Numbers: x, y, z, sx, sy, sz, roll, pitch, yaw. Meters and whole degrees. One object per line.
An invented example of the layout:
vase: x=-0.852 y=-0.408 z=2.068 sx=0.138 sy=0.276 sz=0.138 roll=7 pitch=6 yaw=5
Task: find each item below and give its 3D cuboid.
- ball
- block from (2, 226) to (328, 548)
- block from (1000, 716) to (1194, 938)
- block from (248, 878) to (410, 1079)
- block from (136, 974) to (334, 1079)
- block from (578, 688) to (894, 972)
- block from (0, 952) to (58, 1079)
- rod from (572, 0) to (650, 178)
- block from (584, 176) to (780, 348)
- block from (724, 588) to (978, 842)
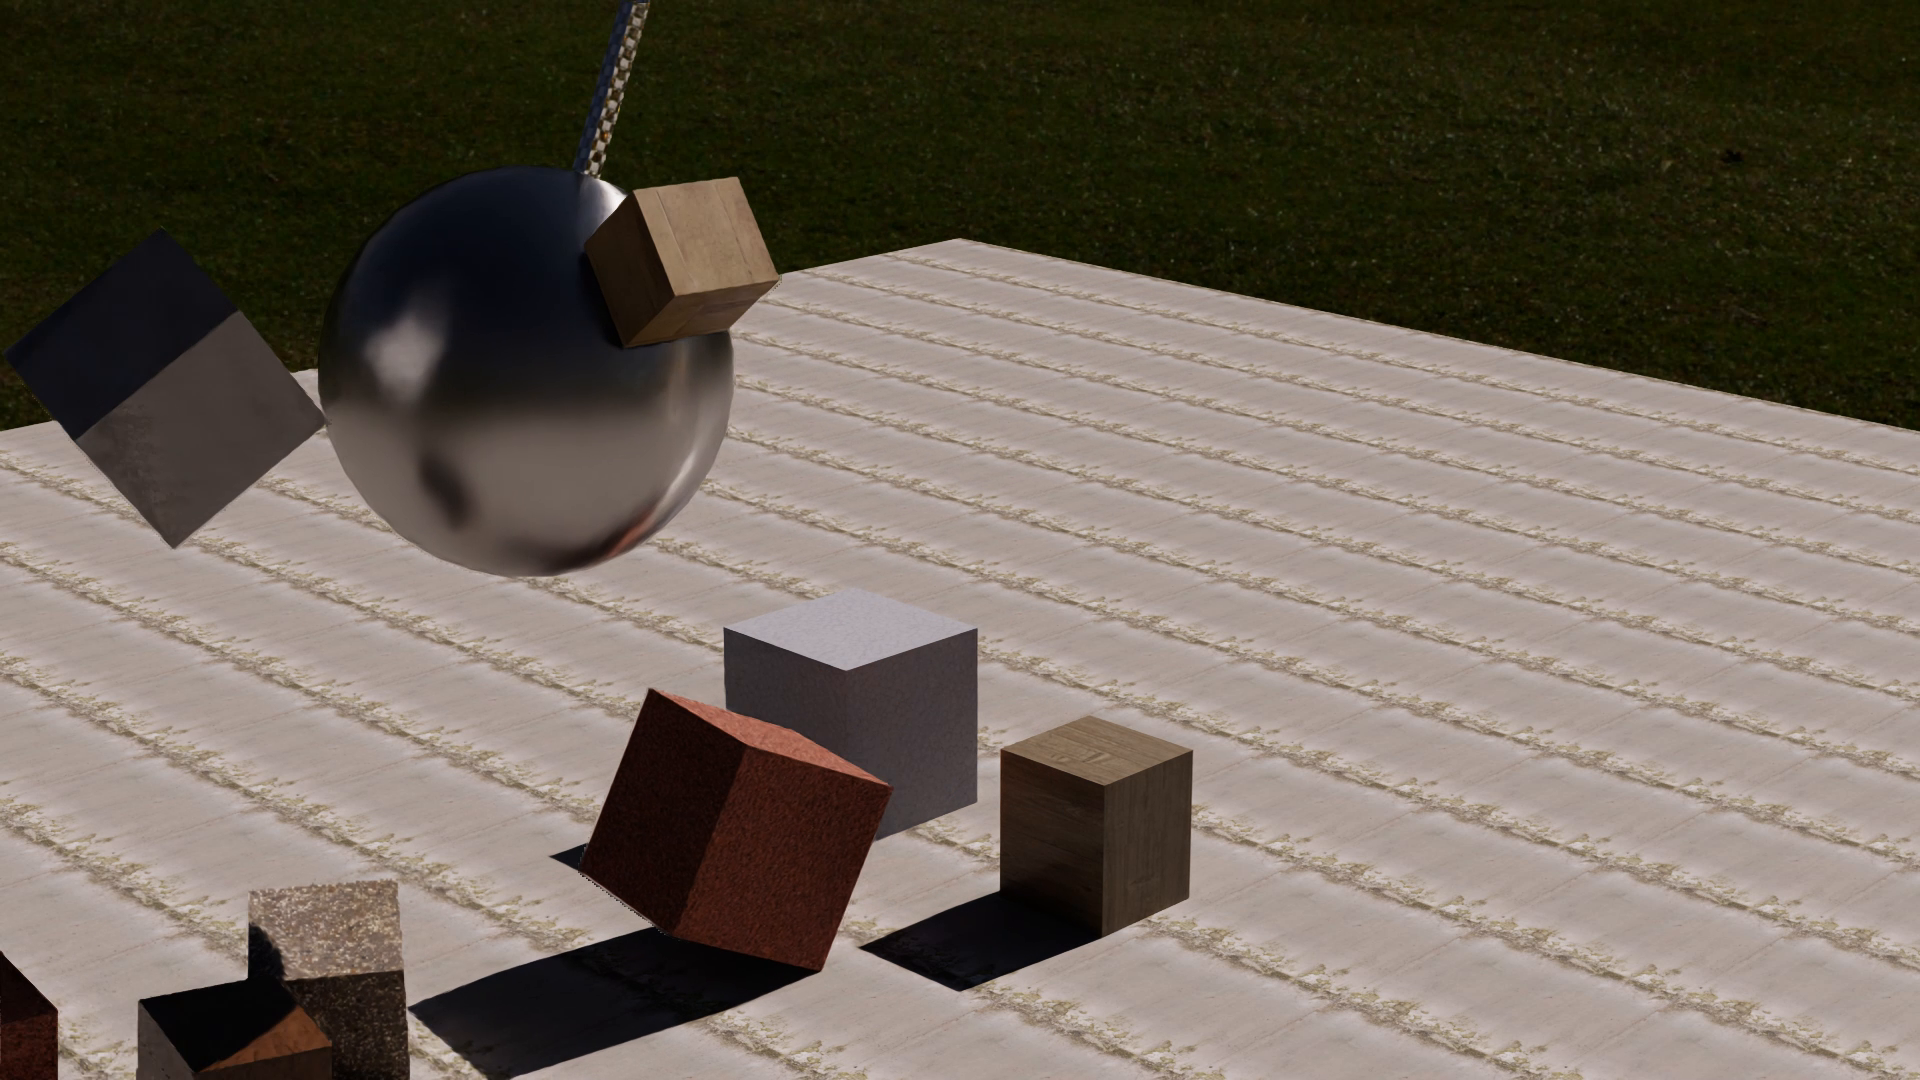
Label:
ball: x=-1.676 y=-0.650 z=11.380 sx=1.600 sy=1.600 sz=1.600 roll=0 pitch=17 yaw=0
block: x=-2.789 y=-0.535 z=10.316 sx=0.703 sy=0.659 sz=0.600 roll=-41 pitch=52 yaw=-10
block: x=0.606 y=1.270 z=13.108 sx=0.619 sy=0.717 sz=0.588 roll=16 pitch=24 yaw=42
block: x=-2.491 y=1.760 z=11.579 sx=0.580 sy=0.572 sz=0.559 roll=-4 pitch=33 yaw=-12
block: x=-2.655 y=1.997 z=10.705 sx=0.514 sy=0.535 sz=0.566 roll=-7 pitch=24 yaw=-34
block: x=-0.963 y=1.237 z=12.559 sx=0.796 sy=0.845 sz=0.822 roll=20 pitch=2 yaw=-38
block: x=-3.668 y=1.923 z=10.500 sx=0.647 sy=0.661 sz=0.624 roll=-10 pitch=25 yaw=-39
rod: x=-0.726 y=-3.915 z=11.350 sx=0.080 sy=5.200 sz=0.080 roll=17 pitch=1 yaw=42
block: x=-1.017 y=-1.013 z=10.686 sx=0.456 sy=0.424 sz=0.422 roll=-13 pitch=-15 yaw=-38
block: x=-0.523 y=0.846 z=14.149 sx=0.858 sy=0.901 sz=0.863 roll=-17 pitch=24 yaw=-42
